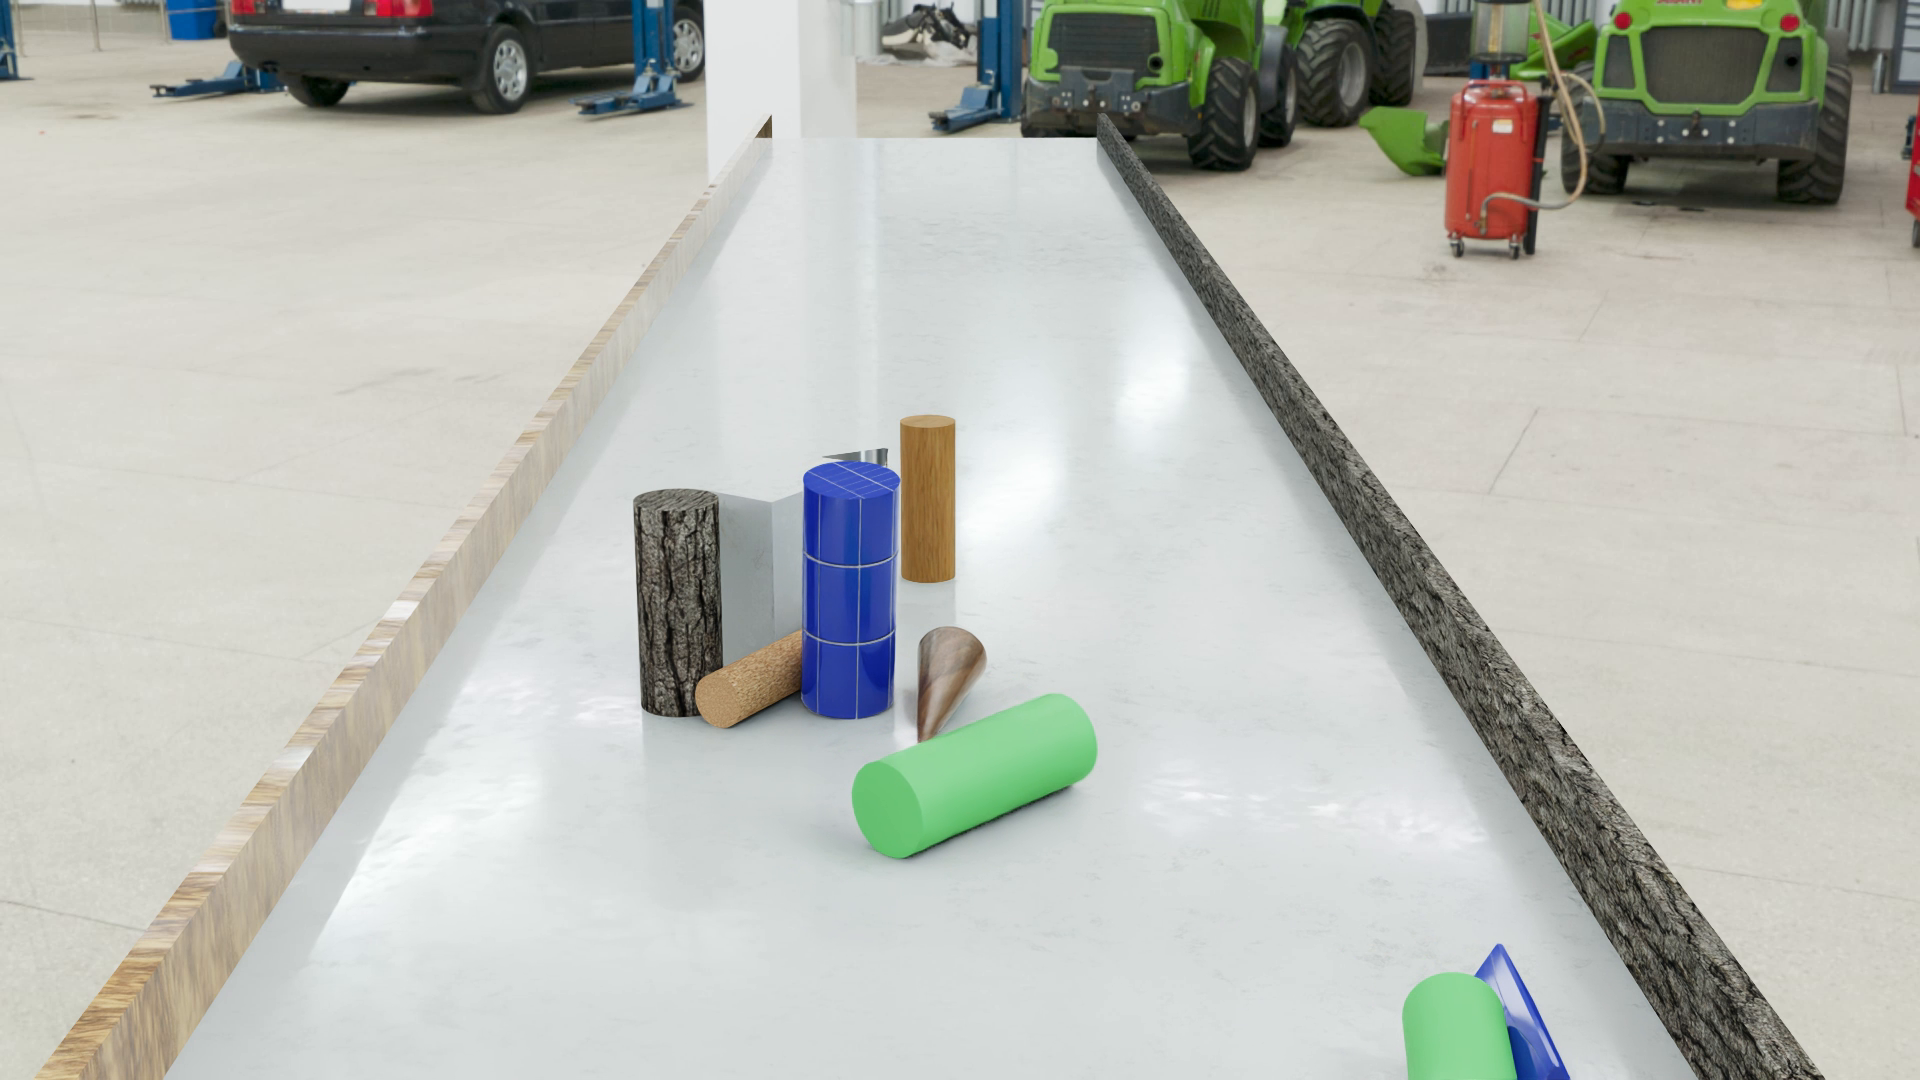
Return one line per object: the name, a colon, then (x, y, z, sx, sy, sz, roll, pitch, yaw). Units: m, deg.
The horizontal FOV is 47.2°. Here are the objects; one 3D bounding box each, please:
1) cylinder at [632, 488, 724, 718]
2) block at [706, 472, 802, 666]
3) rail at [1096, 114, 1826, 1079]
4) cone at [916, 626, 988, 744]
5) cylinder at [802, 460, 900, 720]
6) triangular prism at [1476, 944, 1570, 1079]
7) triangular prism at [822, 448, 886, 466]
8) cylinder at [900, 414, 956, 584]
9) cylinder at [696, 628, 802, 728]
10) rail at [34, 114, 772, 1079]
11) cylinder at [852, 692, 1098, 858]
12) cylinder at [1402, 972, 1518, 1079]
cylinder: (-0.527, 0.117, 4.129, 0.158, 0.400, 0.158, 0, 16, 0)
block: (-0.384, 0.067, 4.371, 0.164, 0.359, 0.164, 11, 20, 32)
rail: (0.932, -0.844, 7.801, 0.050, 0.150, 12.000, 0, 17, -1)
cone: (-0.046, 0.309, 4.070, 0.138, 0.138, 0.365, 3, 27, 9)
cylinder: (-0.205, 0.095, 4.085, 0.178, 0.449, 0.178, 2, 24, -1)
triangular prism: (0.741, 0.646, 2.888, 0.104, 0.090, 0.329, 0, 17, 1)
triangular prism: (-0.190, -0.016, 4.682, 0.153, 0.341, 0.133, 10, 19, 30)
cylinder: (-0.071, -0.092, 4.911, 0.123, 0.356, 0.123, 0, 17, 0)
cylinder: (-0.343, 0.247, 4.215, 0.103, 0.103, 0.405, 9, 19, 29)
rail: (-1.118, -0.838, 7.780, 0.050, 0.150, 12.000, 0, 17, -1)
cylinder: (0.030, 0.385, 3.651, 0.160, 0.160, 0.428, 15, 22, 41)
cylinder: (0.625, 0.673, 2.735, 0.132, 0.132, 0.325, 2, 17, 7)
